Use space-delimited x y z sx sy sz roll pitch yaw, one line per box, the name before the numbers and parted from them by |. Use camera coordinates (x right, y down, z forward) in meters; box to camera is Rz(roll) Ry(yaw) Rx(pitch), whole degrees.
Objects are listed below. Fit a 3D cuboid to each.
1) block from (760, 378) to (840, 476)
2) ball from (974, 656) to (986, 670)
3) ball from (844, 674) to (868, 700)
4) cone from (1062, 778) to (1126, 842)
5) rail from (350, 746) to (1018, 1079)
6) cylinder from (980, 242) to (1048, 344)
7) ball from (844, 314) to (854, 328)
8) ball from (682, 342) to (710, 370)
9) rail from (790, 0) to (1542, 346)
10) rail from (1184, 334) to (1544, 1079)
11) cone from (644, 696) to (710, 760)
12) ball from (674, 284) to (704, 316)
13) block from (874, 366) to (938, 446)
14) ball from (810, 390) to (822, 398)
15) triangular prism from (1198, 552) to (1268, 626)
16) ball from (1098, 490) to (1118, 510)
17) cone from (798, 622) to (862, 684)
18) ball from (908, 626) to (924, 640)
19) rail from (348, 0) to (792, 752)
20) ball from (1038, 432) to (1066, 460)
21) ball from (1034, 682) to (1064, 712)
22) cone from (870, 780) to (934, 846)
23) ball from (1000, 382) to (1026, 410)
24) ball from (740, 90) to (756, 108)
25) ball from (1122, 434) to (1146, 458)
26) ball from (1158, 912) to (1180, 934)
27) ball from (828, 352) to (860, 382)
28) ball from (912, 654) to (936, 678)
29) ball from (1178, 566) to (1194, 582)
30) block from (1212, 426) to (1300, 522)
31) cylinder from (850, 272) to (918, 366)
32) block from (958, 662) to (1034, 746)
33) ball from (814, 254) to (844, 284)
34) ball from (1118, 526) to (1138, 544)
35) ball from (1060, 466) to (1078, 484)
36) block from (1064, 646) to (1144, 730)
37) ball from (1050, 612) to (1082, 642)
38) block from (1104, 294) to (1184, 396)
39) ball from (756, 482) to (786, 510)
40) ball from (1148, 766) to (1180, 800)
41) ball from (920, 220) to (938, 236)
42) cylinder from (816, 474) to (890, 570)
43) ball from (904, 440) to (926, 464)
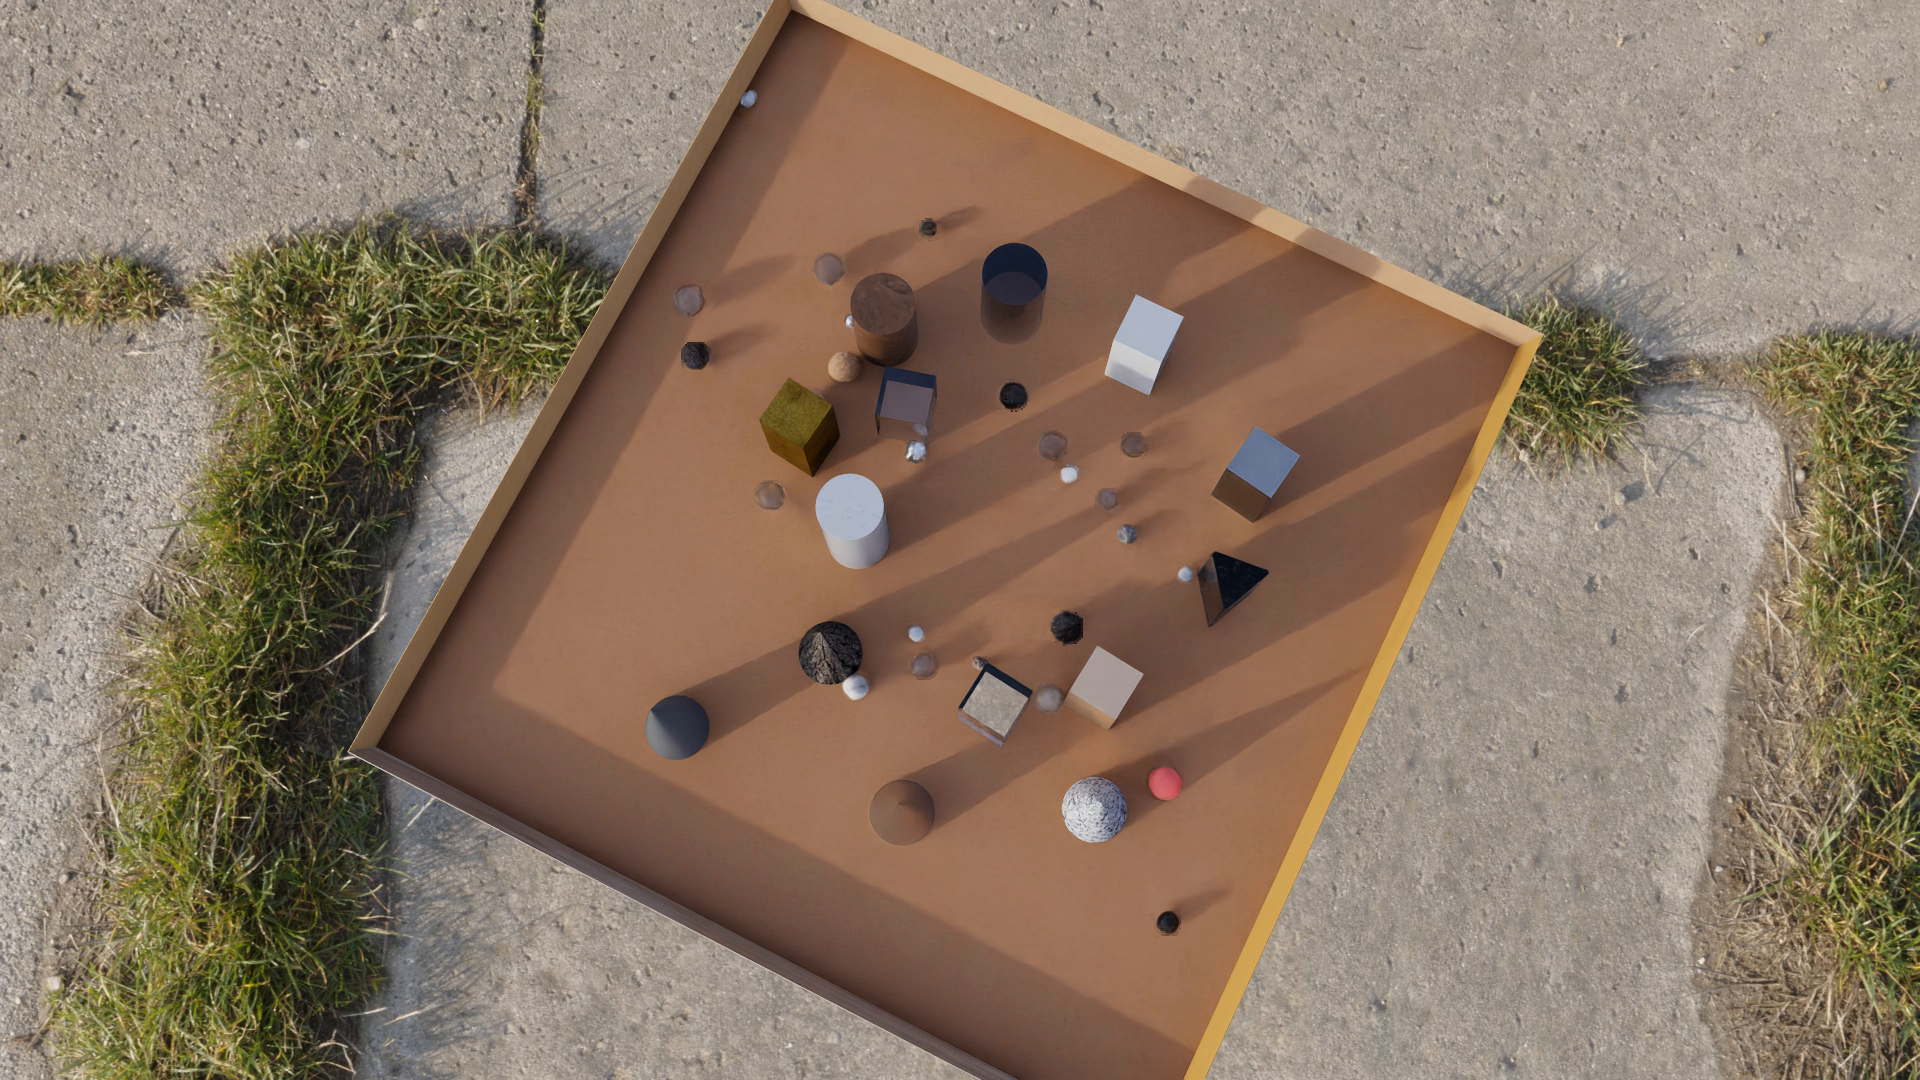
block | -0.477 -0.334 5.503 0.155 0.357 0.155 33 80 6
ball | 0.060 0.372 5.518 0.041 0.041 0.041 0 78 0
ball | -0.311 0.439 5.487 0.076 0.076 0.076 0 78 0
cone | 0.400 0.773 5.308 0.194 0.292 0.194 0 78 0
rail | -0.603 1.189 5.305 2.634 0.126 0.045 26 80 5
cylinder | 0.161 -0.746 5.579 0.194 0.375 0.194 0 78 0
ball | -0.338 -0.686 5.735 0.046 0.046 0.046 0 78 0
ball | -0.820 -0.569 5.691 0.085 0.085 0.085 0 78 0
rail | 0.603 -1.175 5.794 2.634 0.126 0.045 26 80 5
rail | 1.157 0.573 5.433 0.045 0.126 2.746 26 80 5
cone | -0.850 0.515 5.266 0.194 0.479 0.194 0 78 0
ball | -0.846 -0.749 5.723 0.094 0.094 0.094 0 78 0
block | -0.162 -0.407 5.579 0.155 0.239 0.155 11 79 2
ball | -0.459 -0.428 5.667 0.075 0.075 0.075 0 78 0
triangular prism | 0.775 0.123 5.420 0.168 0.335 0.145 -39 81 -7
ball | 0.451 -0.125 5.611 0.062 0.062 0.062 0 78 0
cone | -0.392 0.300 5.343 0.194 0.415 0.194 0 78 0
ball | -0.134 0.281 5.535 0.046 0.046 0.046 0 78 0
rail | -1.157 -0.560 5.667 0.045 0.126 2.746 26 80 5
ball | 0.282 -0.290 5.634 0.083 0.083 0.083 0 78 0
ball | 0.266 0.471 5.474 0.087 0.087 0.087 0 78 0
cone | -0.172 0.770 5.252 0.194 0.402 0.194 0 78 0
ball | 0.164 -0.446 5.666 0.084 0.084 0.084 0 78 0
ball | -0.682 -1.416 5.883 0.052 0.052 0.052 0 78 0
ball | 0.534 -0.291 5.639 0.075 0.075 0.075 0 78 0
ball | 0.608 1.118 5.352 0.065 0.065 0.065 0 78 0
ball | -0.358 -0.536 5.678 0.097 0.097 0.097 0 78 0
ball | -0.109 0.377 5.501 0.075 0.075 0.075 0 78 0
ball | 0.687 0.103 5.572 0.046 0.046 0.046 0 78 0
block | 0.880 -0.192 5.482 0.155 0.340 0.155 35 80 7
cylinder | -0.229 -0.668 5.591 0.194 0.321 0.194 0 78 0
block | 0.101 0.484 5.359 0.155 0.308 0.155 32 80 6
ball | -0.410 -0.848 5.743 0.096 0.096 0.096 0 78 0
ball | 0.512 -0.016 5.591 0.057 0.057 0.057 0 78 0
ball | 0.334 -0.200 5.631 0.053 0.053 0.053 0 78 0
block | 0.418 0.437 5.374 0.155 0.299 0.155 32 80 6
ball | 0.320 0.263 5.515 0.093 0.093 0.093 0 78 0
block | 0.555 -0.587 5.558 0.155 0.352 0.155 26 79 5
ball | -0.579 -0.134 5.598 0.090 0.090 0.090 0 78 0
ball | 0.604 0.718 5.419 0.096 0.096 0.096 0 78 0
ball | -0.097 -0.985 5.794 0.053 0.053 0.053 0 78 0
cylinder | -0.313 -0.050 5.404 0.194 0.436 0.194 0 78 0
ball | -0.137 -0.269 5.636 0.071 0.071 0.071 0 78 0
